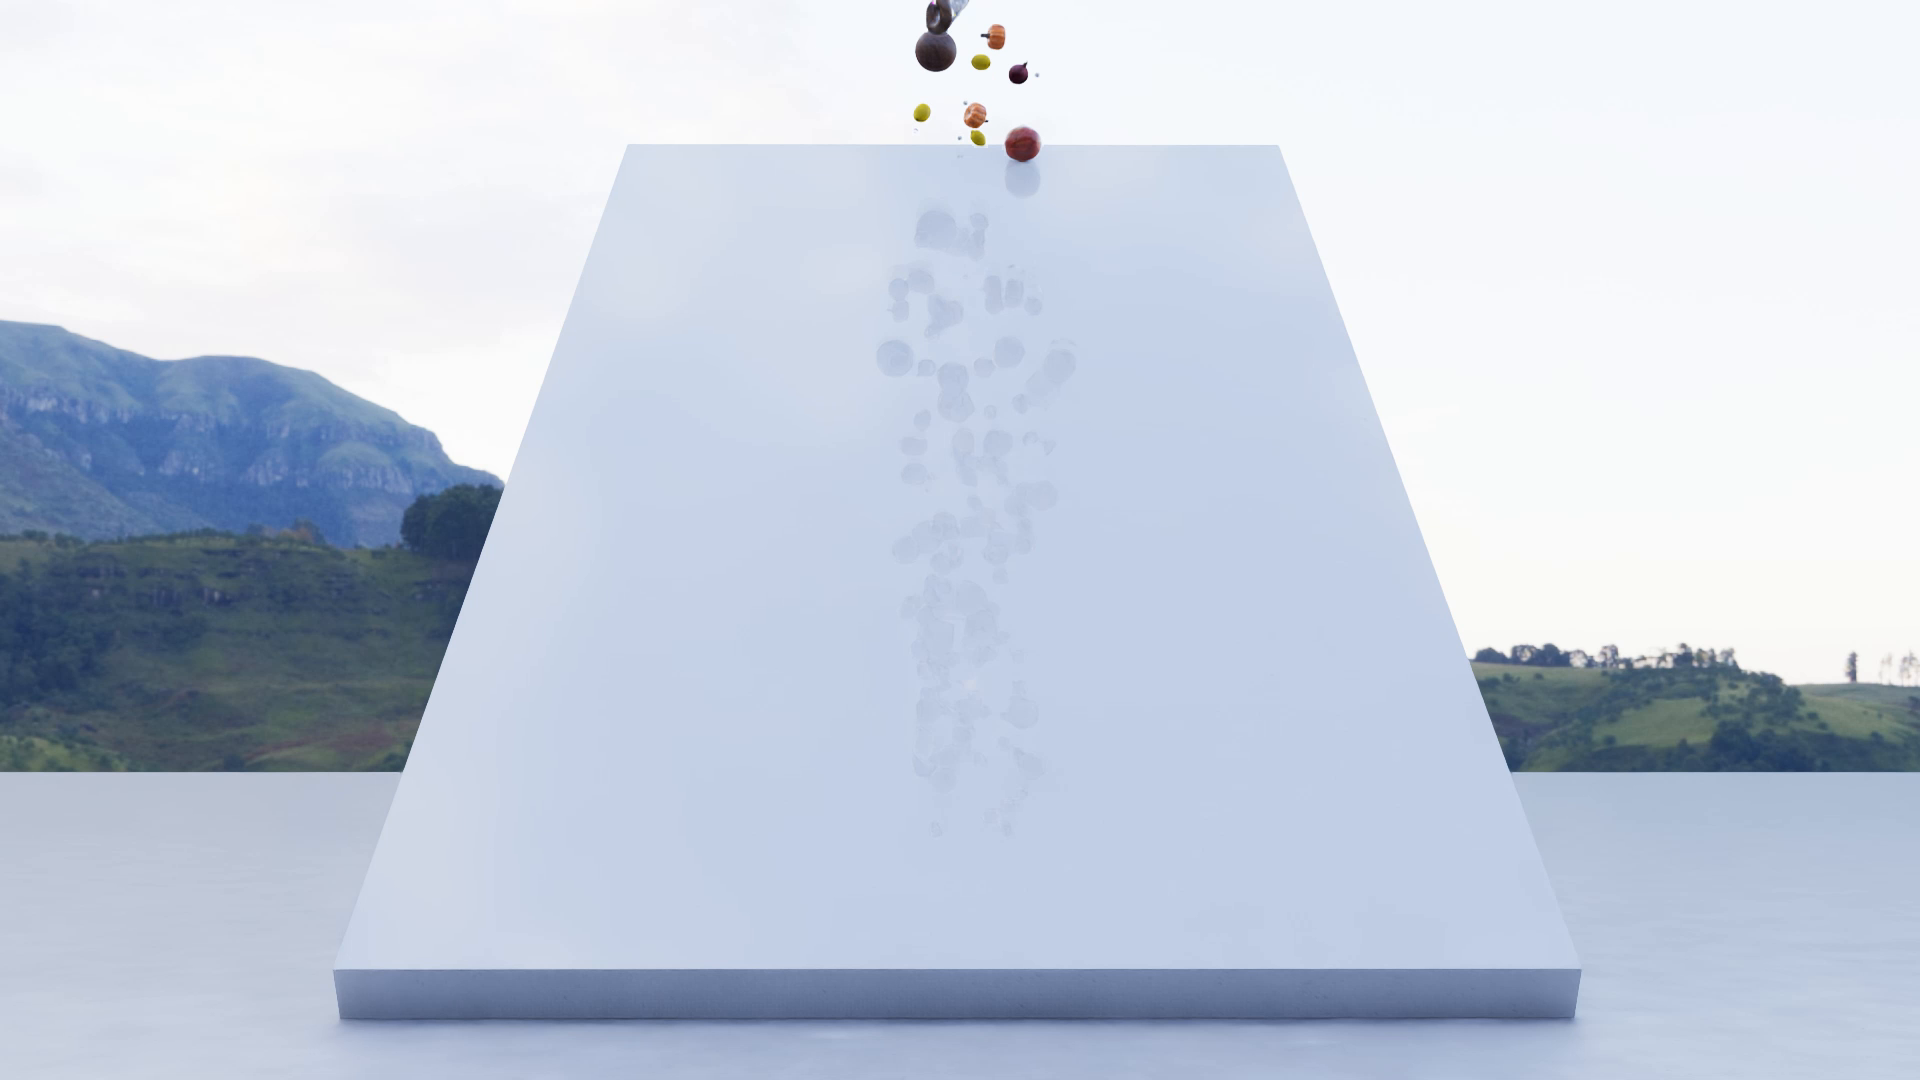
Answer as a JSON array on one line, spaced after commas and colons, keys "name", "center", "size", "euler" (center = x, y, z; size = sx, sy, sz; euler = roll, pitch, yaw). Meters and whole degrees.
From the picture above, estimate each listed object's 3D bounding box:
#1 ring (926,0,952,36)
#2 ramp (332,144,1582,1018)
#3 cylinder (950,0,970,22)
[{"name": "ring", "center": [-0.062, -1.535, 7.004], "size": [0.039, 0.116, 0.116], "euler": [-1, -4, -35]}, {"name": "ramp", "center": [-0.012, -0.221, 5.611], "size": [2.000, 0.100, 4.000], "euler": [0, 28, 0]}, {"name": "cylinder", "center": [-0.029, -1.666, 7.407], "size": [0.094, 0.094, 0.094], "euler": [30, -22, 14]}]
